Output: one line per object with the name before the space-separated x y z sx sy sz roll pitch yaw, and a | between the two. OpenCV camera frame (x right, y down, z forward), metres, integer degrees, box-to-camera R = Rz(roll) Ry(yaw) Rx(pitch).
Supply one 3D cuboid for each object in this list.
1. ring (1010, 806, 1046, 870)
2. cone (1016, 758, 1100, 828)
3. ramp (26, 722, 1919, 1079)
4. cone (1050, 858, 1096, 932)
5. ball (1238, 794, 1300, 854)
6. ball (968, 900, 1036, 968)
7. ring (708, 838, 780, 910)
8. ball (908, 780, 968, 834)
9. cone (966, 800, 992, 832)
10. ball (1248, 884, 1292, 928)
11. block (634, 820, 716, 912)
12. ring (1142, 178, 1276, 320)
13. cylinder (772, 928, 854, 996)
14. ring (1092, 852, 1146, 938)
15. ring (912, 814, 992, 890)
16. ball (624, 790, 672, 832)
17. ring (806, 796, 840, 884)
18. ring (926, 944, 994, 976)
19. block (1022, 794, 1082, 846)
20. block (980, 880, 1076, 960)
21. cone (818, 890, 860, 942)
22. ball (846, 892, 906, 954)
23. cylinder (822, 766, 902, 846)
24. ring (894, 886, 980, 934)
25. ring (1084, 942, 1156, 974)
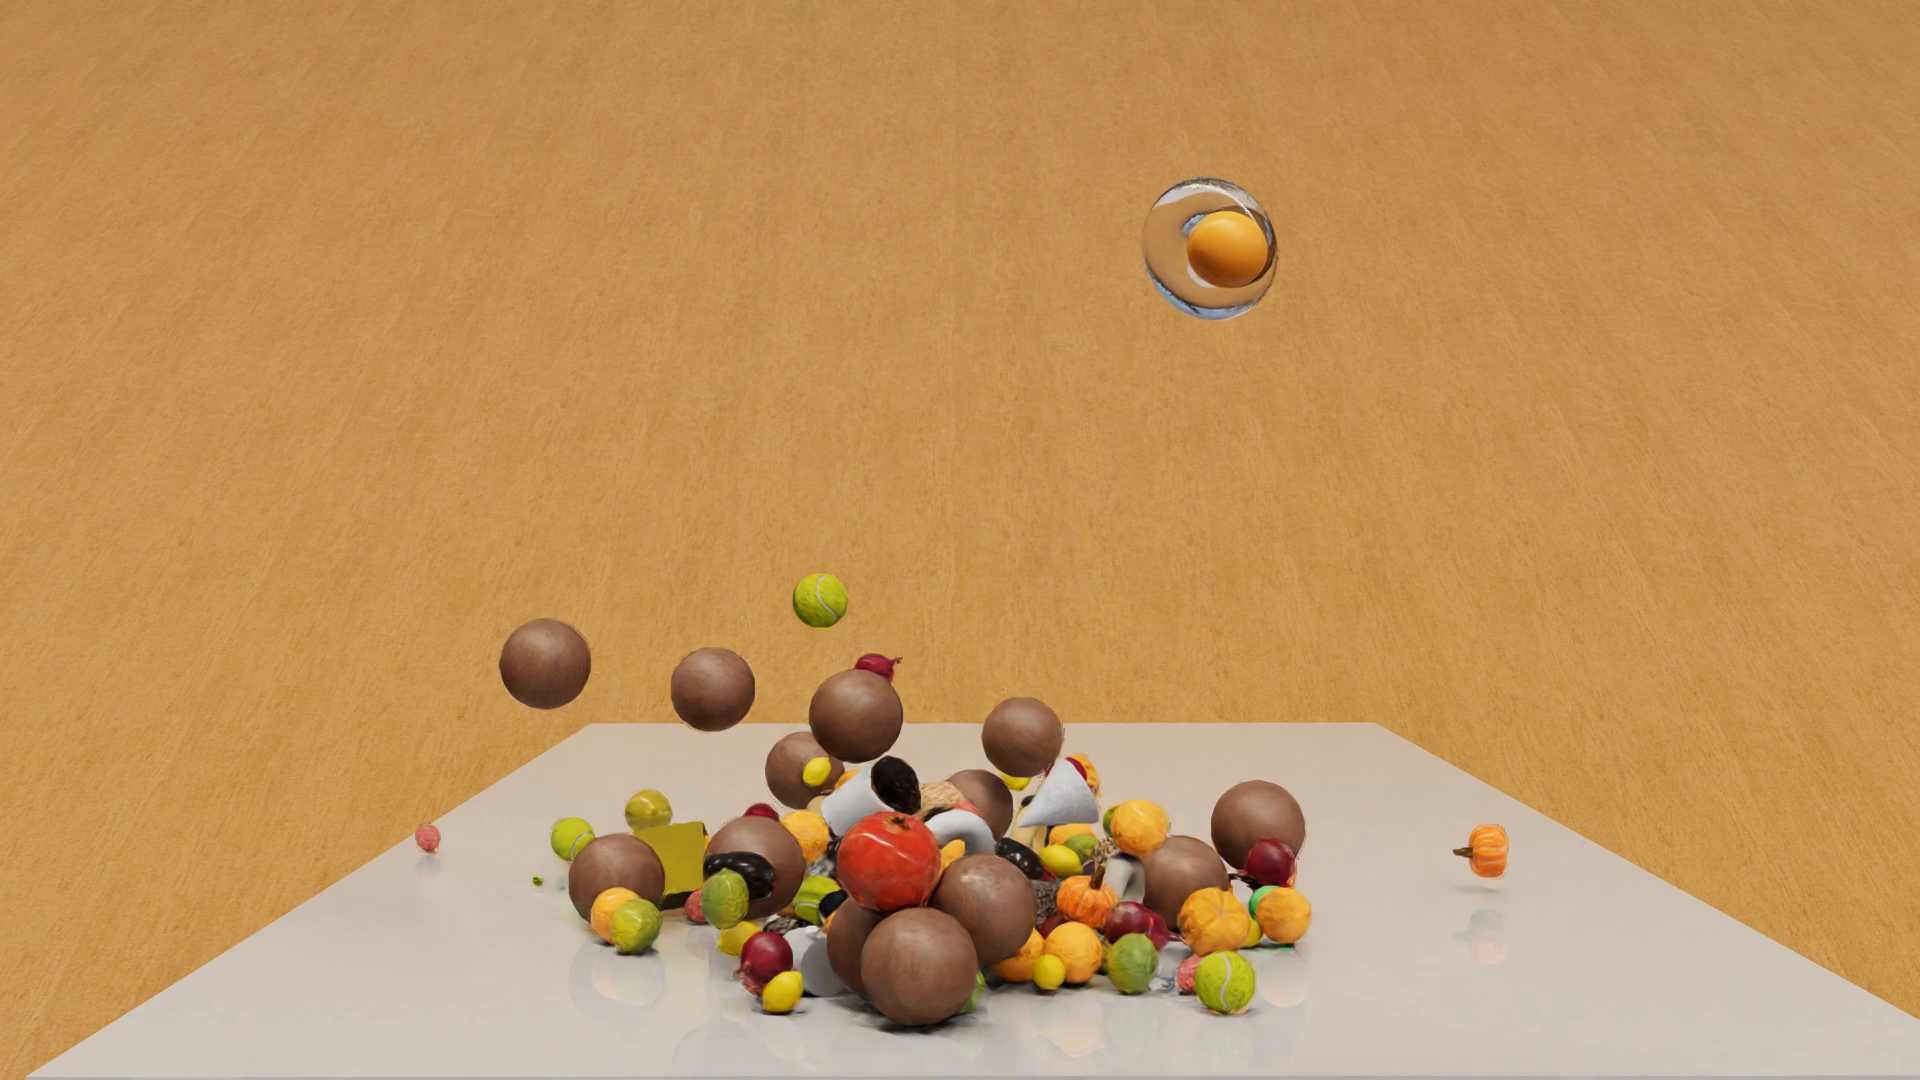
ring | 0.103 0.448 3.890 0.034 0.101 0.101 9 28 19
cone | 0.108 0.335 3.216 0.094 0.094 0.094 -29 36 -17
ramp | 0.061 0.552 4.589 2.000 0.100 4.000 0 1 0
cone | 0.158 0.449 3.387 0.090 0.090 0.090 16 51 28
ball | 0.500 0.459 4.179 0.099 0.099 0.099 0 27 0
ball | 0.051 0.485 3.178 0.084 0.084 0.084 0 27 0
ring | -0.295 0.455 3.526 0.100 0.033 0.100 0 72 -1
ball | -0.032 0.397 3.797 0.086 0.086 0.086 0 27 0
cone | 0.010 0.488 4.396 0.067 0.067 0.067 -25 33 -11
ball | 0.417 0.492 3.465 0.058 0.058 0.058 0 27 0
block | -0.394 0.452 3.573 0.096 0.096 0.096 -8 70 -2
ring | 0.227 -0.265 2.356 0.134 0.134 0.045 15 28 27
cylinder | -0.172 0.495 3.024 0.070 0.070 0.070 -17 9 -30
ring | 0.201 0.450 3.278 0.037 0.112 0.112 13 30 26
ring | -0.010 0.406 3.362 0.117 0.117 0.039 -15 43 -26
ball | -0.531 0.465 4.398 0.080 0.080 0.080 0 27 0
ring | -0.205 0.450 3.856 0.045 0.135 0.135 -3 27 -1
ring | 0.001 0.506 3.113 0.084 0.028 0.084 -9 -16 -3
block | 0.153 0.458 4.276 0.079 0.079 0.079 -16 0 5
block | 0.086 0.481 3.278 0.086 0.086 0.086 1 0 -42
cone | -0.154 0.508 3.371 0.071 0.071 0.071 2 28 3
ball | -0.106 0.486 3.282 0.077 0.077 0.077 0 27 0
cylinder | -0.144 0.391 3.800 0.085 0.085 0.085 -40 19 20
ring | -0.027 0.498 3.472 0.148 0.049 0.148 -1 0 0
ring | 0.196 0.512 3.161 0.091 0.030 0.091 4 0 0
